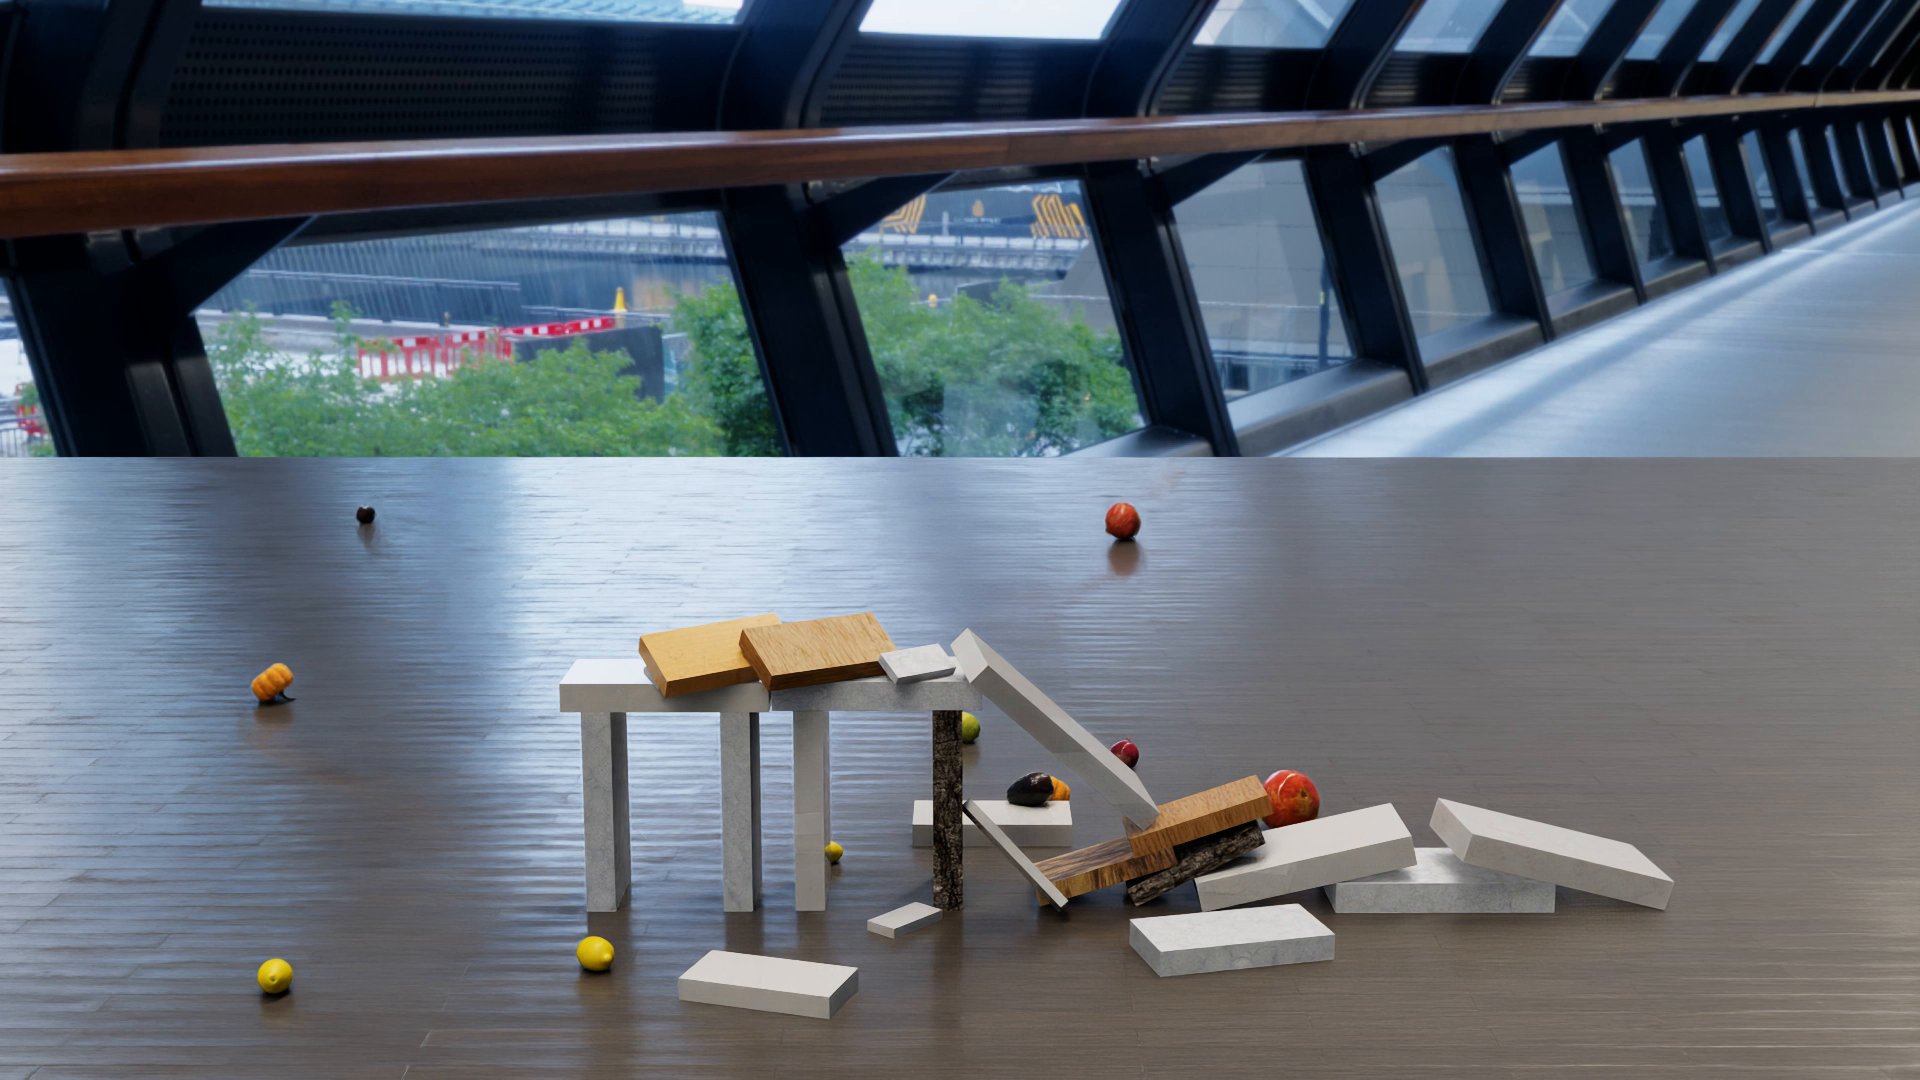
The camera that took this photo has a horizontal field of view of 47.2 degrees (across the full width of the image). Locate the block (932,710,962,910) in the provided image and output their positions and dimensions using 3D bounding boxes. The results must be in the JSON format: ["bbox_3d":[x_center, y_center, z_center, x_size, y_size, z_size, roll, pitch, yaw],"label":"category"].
[{"bbox_3d":[-0.020,0.424,3.641,0.048,0.338,0.169,0,11,0],"label":"block"}]

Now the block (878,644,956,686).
[{"bbox_3d":[-0.069,0.200,3.539,0.115,0.016,0.058,-8,45,-37],"label":"block"}]

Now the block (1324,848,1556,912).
[{"bbox_3d":[0.789,0.566,3.663,0.356,0.050,0.178,0,11,0],"label":"block"}]

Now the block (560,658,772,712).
[{"bbox_3d":[-0.474,0.238,3.603,0.335,0.047,0.167,0,11,0],"label":"block"}]

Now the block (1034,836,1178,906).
[{"bbox_3d":[0.240,0.539,3.654,0.237,0.034,0.118,-18,10,4],"label":"block"}]

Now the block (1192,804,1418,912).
[{"bbox_3d":[0.563,0.526,3.656,0.356,0.050,0.178,-13,10,3],"label":"block"}]

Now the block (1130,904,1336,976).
[{"bbox_3d":[0.420,0.618,3.407,0.283,0.040,0.142,-3,11,-14],"label":"block"}]

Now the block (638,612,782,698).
[{"bbox_3d":[-0.385,0.184,3.541,0.236,0.033,0.118,-9,40,-28],"label":"block"}]

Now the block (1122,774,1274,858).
[{"bbox_3d":[0.391,0.456,3.637,0.237,0.034,0.118,-18,10,1],"label":"block"}]

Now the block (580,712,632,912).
[{"bbox_3d":[-0.584,0.426,3.638,0.047,0.335,0.167,0,11,0],"label":"block"}]

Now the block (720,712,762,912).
[{"bbox_3d":[-0.361,0.426,3.638,0.047,0.335,0.167,0,11,0],"label":"block"}]

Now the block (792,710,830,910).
[{"bbox_3d":[-0.244,0.424,3.641,0.048,0.338,0.169,0,11,0],"label":"block"}]

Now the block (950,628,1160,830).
[{"bbox_3d":[0.156,0.308,3.570,0.420,0.040,0.142,42,8,-25],"label":"block"}]

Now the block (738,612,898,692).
[{"bbox_3d":[-0.224,0.179,3.542,0.236,0.033,0.118,-6,40,-31],"label":"block"}]

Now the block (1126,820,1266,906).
[{"bbox_3d":[0.387,0.522,3.651,0.237,0.034,0.118,-27,9,5],"label":"block"}]

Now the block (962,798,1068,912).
[{"bbox_3d":[0.089,0.513,3.578,0.016,0.230,0.058,-42,-14,-13],"label":"block"}]

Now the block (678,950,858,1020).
[{"bbox_3d":[-0.281,0.653,3.237,0.236,0.033,0.118,3,11,18],"label":"block"}]

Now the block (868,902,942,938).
[{"bbox_3d":[-0.088,0.609,3.523,0.058,0.016,0.115,9,14,40],"label":"block"}]

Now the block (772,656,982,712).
[{"bbox_3d":[-0.134,0.234,3.604,0.338,0.048,0.169,0,11,-1],"label":"block"}]

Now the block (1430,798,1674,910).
[{"bbox_3d":[0.977,0.519,3.645,0.356,0.050,0.178,14,10,-9],"label":"block"}]

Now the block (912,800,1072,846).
[{"bbox_3d":[0.058,0.512,3.978,0.284,0.040,0.142,0,11,0],"label":"block"}]

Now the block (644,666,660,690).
[{"bbox_3d":[-0.456,0.207,3.533,0.093,0.013,0.046,-21,46,-32],"label":"block"}]
